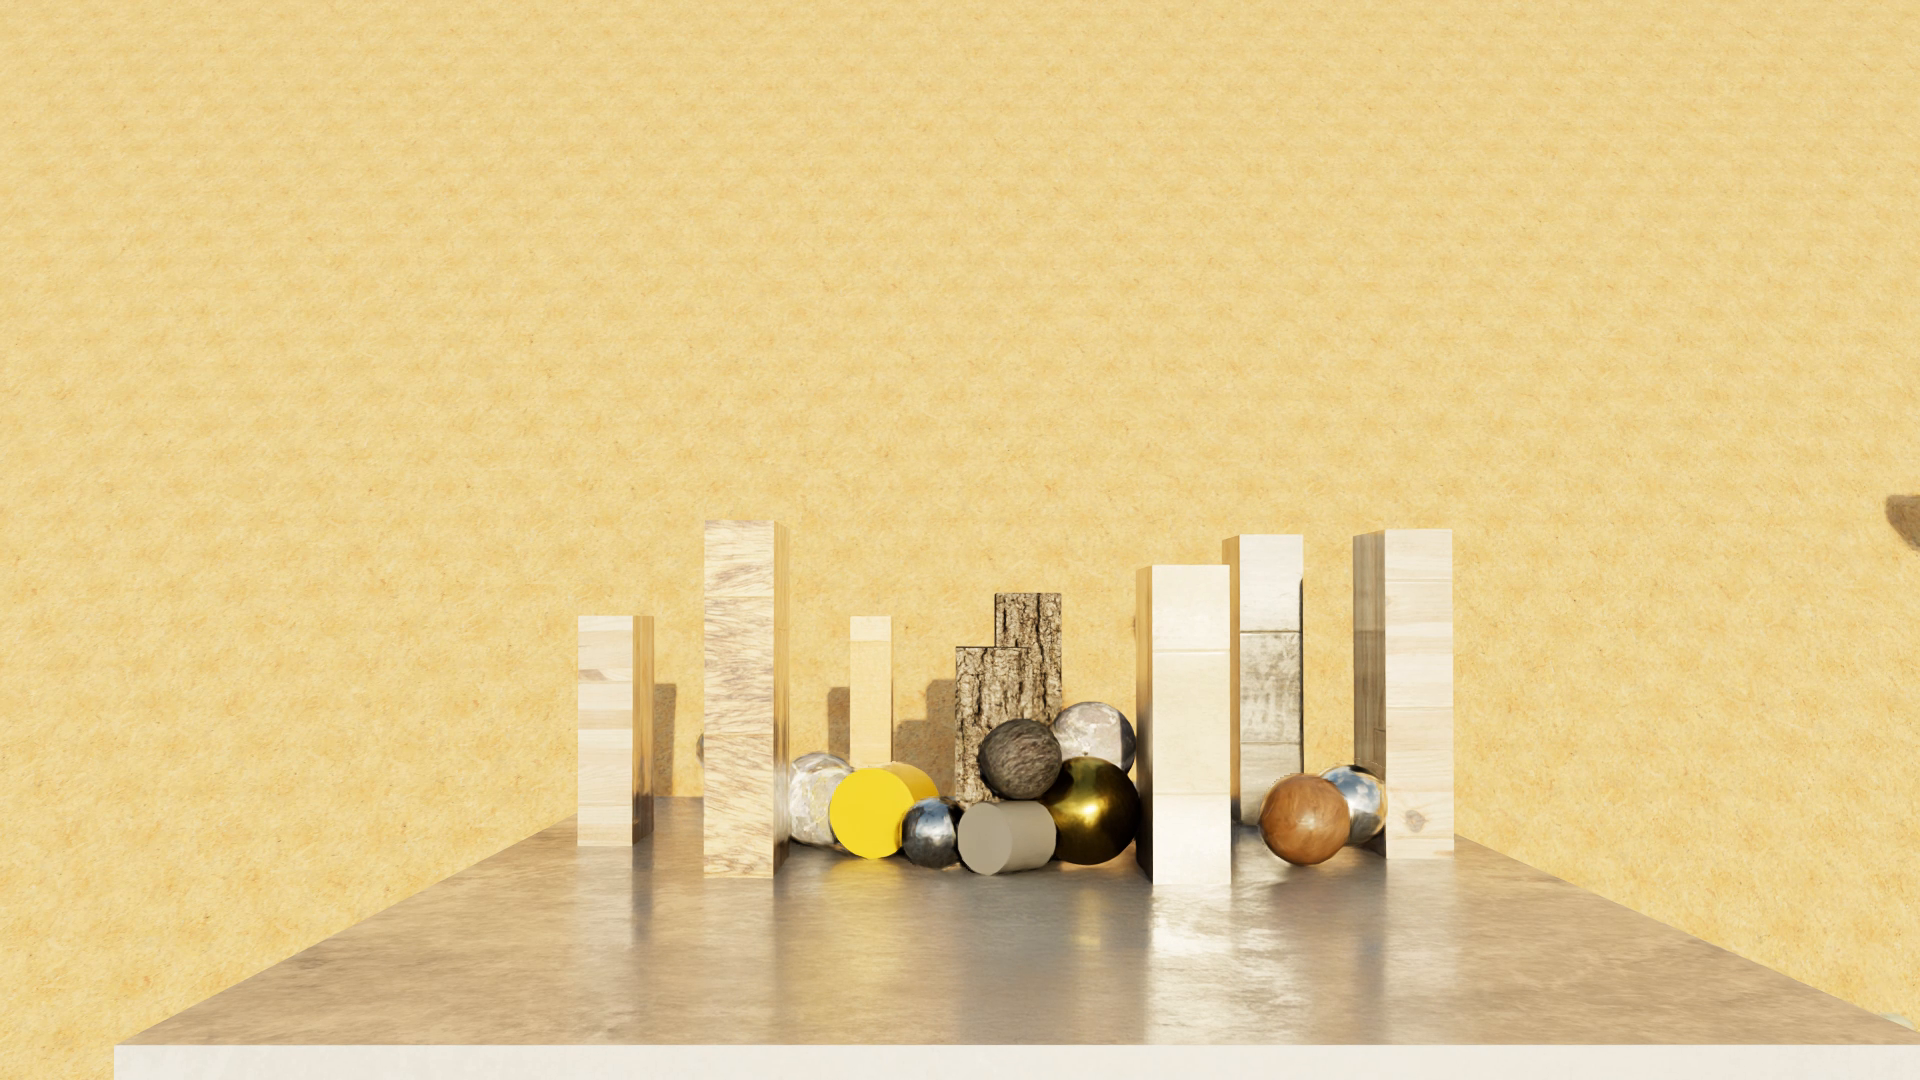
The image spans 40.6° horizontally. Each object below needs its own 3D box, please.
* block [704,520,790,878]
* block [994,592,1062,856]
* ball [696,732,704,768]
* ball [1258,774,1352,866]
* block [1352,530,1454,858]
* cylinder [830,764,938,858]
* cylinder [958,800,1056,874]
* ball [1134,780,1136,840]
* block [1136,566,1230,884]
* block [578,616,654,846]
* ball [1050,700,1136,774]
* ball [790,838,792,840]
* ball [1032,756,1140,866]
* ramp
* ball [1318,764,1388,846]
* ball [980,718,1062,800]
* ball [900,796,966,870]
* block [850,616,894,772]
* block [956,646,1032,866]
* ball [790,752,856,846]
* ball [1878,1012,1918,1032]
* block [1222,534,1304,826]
[{"bbox_3d":[-0.399,0.293,4.908,0.125,0.644,0.443,0,-2,0],"label":"block"},{"bbox_3d":[0.136,0.367,5.271,0.128,0.518,0.337,0,-2,0],"label":"block"},{"bbox_3d":[-0.639,0.565,7.001,0.147,0.147,0.147,0,35,0],"label":"ball"},{"bbox_3d":[0.651,0.528,4.907,0.173,0.173,0.173,0,35,0],"label":"ball"},{"bbox_3d":[0.896,0.306,5.272,0.131,0.641,0.418,0,-2,0],"label":"block"},{"bbox_3d":[-0.147,0.535,5.147,0.175,0.175,0.175,12,1,16],"label":"cylinder"},{"bbox_3d":[0.086,0.546,4.782,0.130,0.130,0.130,31,18,36],"label":"cylinder"},{"bbox_3d":[0.401,0.553,5.313,0.149,0.149,0.149,0,35,0],"label":"ball"},{"bbox_3d":[0.407,0.331,4.790,0.135,0.560,0.441,0,-2,0],"label":"block"},{"bbox_3d":[-0.730,0.398,5.538,0.112,0.473,0.380,0,-2,0],"label":"block"},{"bbox_3d":[0.254,0.400,5.032,0.176,0.176,0.176,0,35,0],"label":"ball"},{"bbox_3d":[-0.356,0.560,5.510,0.148,0.148,0.148,0,35,0],"label":"ball"},{"bbox_3d":[0.237,0.508,4.875,0.205,0.205,0.205,0,35,0],"label":"ball"},{"bbox_3d":[0.077,0.663,4.830,2.000,0.100,4.000,0,-2,0],"label":"ramp"},{"bbox_3d":[0.751,0.514,5.039,0.159,0.159,0.159,0,35,0],"label":"ball"},{"bbox_3d":[0.114,0.404,4.801,0.150,0.150,0.150,0,35,0],"label":"ball"},{"bbox_3d":[-0.044,0.545,4.835,0.137,0.137,0.137,0,35,0],"label":"ball"},{"bbox_3d":[-0.186,0.398,5.514,0.084,0.471,0.248,0,-2,0],"label":"block"},{"bbox_3d":[0.064,0.416,5.094,0.145,0.411,0.393,0,-2,0],"label":"block"},{"bbox_3d":[-0.289,0.531,5.312,0.191,0.191,0.191,0,35,0],"label":"ball"},{"bbox_3d":[2.115,1.139,5.907,0.129,0.129,0.129,0,35,0],"label":"ball"},{"bbox_3d":[0.706,0.323,6.082,0.143,0.657,0.406,0,-2,0],"label":"block"}]
